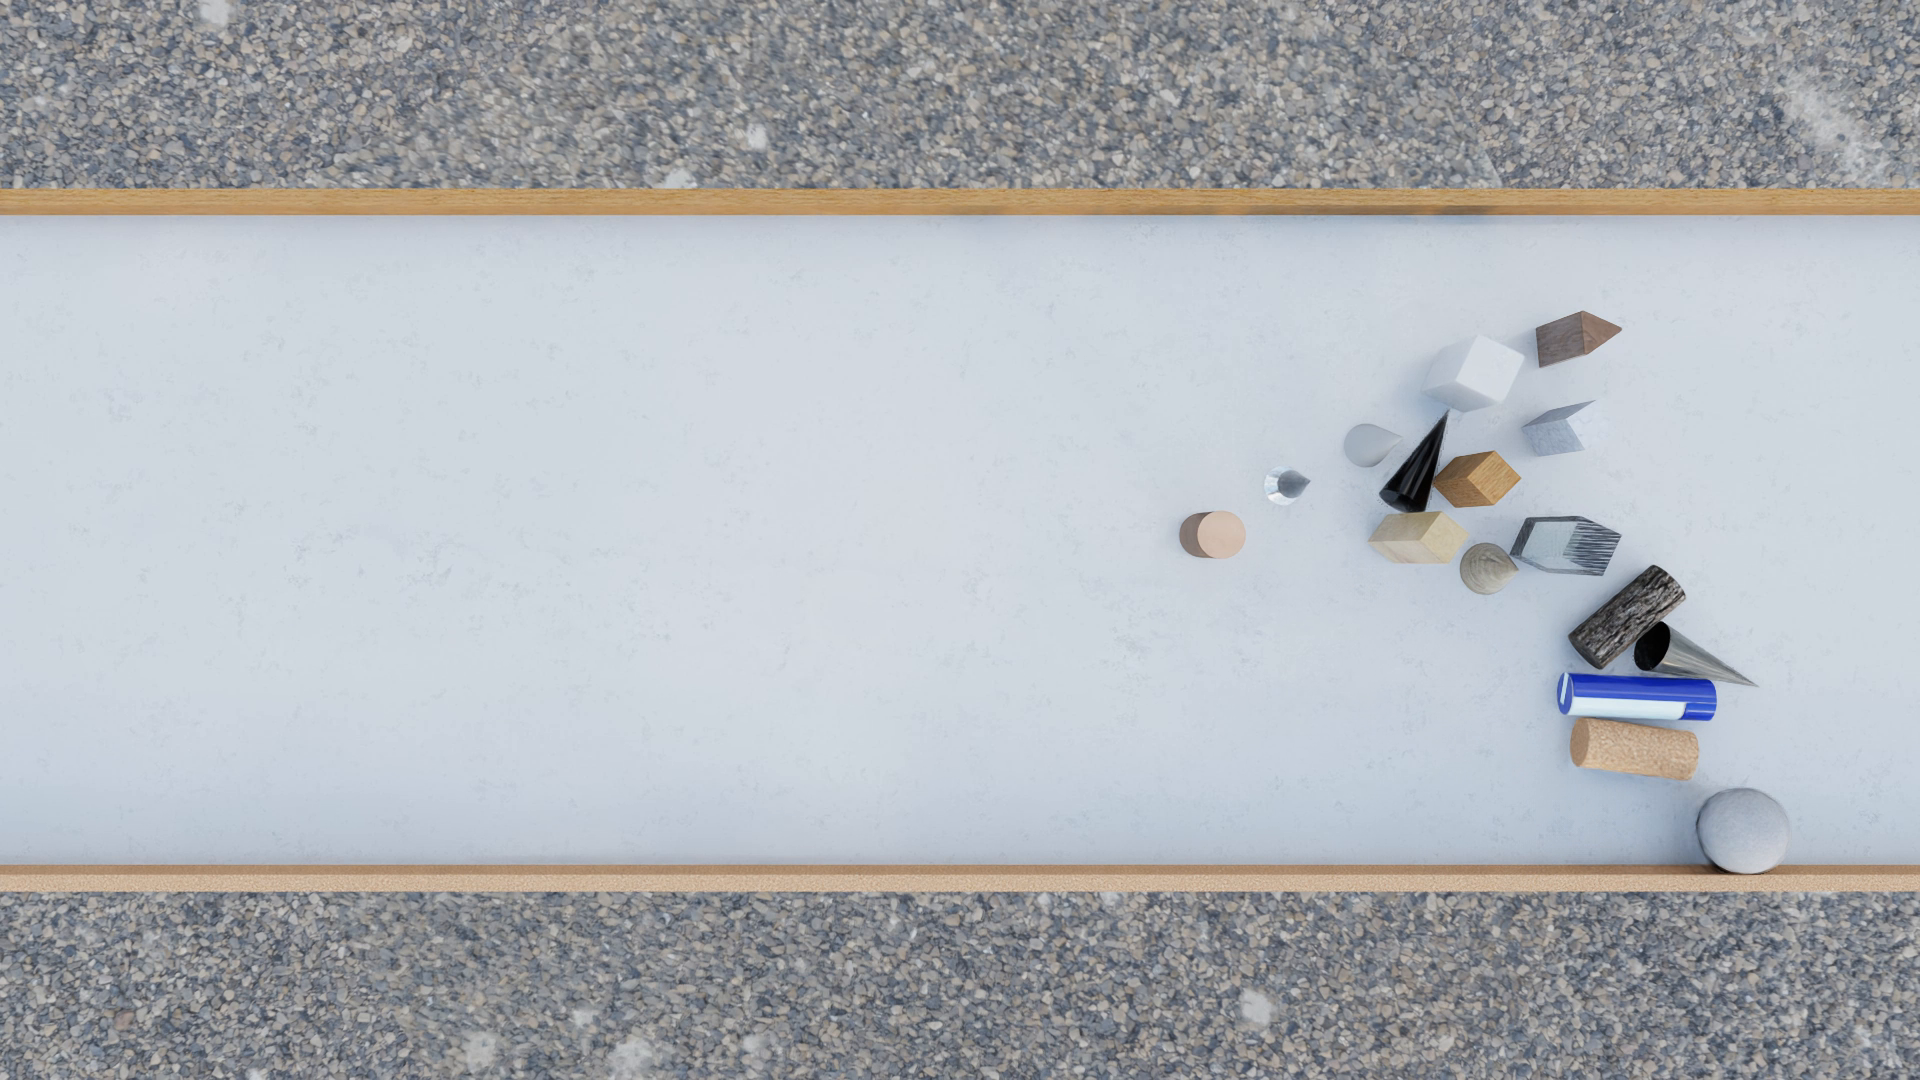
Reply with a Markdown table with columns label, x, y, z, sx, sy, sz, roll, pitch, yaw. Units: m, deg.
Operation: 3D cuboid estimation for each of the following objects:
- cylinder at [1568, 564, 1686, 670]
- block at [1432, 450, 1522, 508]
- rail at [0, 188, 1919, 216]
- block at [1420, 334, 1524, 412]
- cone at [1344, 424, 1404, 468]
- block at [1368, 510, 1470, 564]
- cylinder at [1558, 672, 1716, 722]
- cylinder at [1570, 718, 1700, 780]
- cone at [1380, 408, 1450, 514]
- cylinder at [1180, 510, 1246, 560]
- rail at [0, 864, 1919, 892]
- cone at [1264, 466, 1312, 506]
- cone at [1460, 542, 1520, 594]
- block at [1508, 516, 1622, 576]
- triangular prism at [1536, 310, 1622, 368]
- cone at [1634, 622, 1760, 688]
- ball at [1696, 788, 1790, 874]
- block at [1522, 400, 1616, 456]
| label | x | y | z | sx | sy | sz | roll | pitch | yaw |
| --- | --- | --- | --- | --- | --- | --- | --- | --- | --- |
| cylinder | 2.024 | 0.235 | 5.006 | 0.329 | 0.141 | 0.141 | -40 | 90 | 0 |
| block | 1.525 | -0.177 | 4.891 | 0.111 | 0.371 | 0.111 | -44 | 90 | 0 |
| rail | -2.247 | -1.025 | 5.002 | 12.000 | 0.150 | 0.050 | 0 | 90 | 0 |
| block | 1.515 | -0.490 | 4.894 | 0.149 | 0.365 | 0.149 | 26 | 90 | 0 |
| cone | 1.250 | -0.291 | 4.863 | 0.137 | 0.426 | 0.137 | 0 | 90 | 0 |
| block | 1.350 | -0.006 | 4.876 | 0.107 | 0.383 | 0.107 | 38 | 84 | -6 |
| cylinder | 2.055 | 0.477 | 5.013 | 0.434 | 0.128 | 0.128 | 3 | 90 | 0 |
| cylinder | 2.043 | 0.635 | 5.002 | 0.331 | 0.150 | 0.150 | 8 | 90 | 0 |
| cone | 1.425 | -0.261 | 5.040 | 0.148 | 0.148 | 0.350 | 30 | 78 | 0 |
| cylinder | 0.743 | -0.015 | 4.880 | 0.138 | 0.394 | 0.138 | 0 | 90 | 0 |
| rail | -2.247 | 1.025 | 5.001 | 12.000 | 0.150 | 0.050 | 0 | 90 | 0 |
| cone | 0.998 | -0.168 | 4.881 | 0.123 | 0.391 | 0.123 | 0 | 90 | 0 |
| cone | 1.619 | 0.089 | 4.923 | 0.162 | 0.308 | 0.162 | 0 | 90 | 0 |
| block | 1.774 | 0.016 | 4.853 | 0.128 | 0.447 | 0.128 | 25 | 90 | 0 |
| triangular prism | 1.806 | -0.610 | 4.891 | 0.126 | 0.372 | 0.109 | -35 | 90 | 0 |
| cone | 2.281 | 0.387 | 5.037 | 0.401 | 0.160 | 0.160 | 20 | 90 | -11 |
| ball | 2.349 | 0.872 | 4.949 | 0.256 | 0.256 | 0.256 | 0 | 90 | 0 |
| block | 1.798 | -0.328 | 4.885 | 0.105 | 0.383 | 0.105 | -32 | 90 | 0 |
